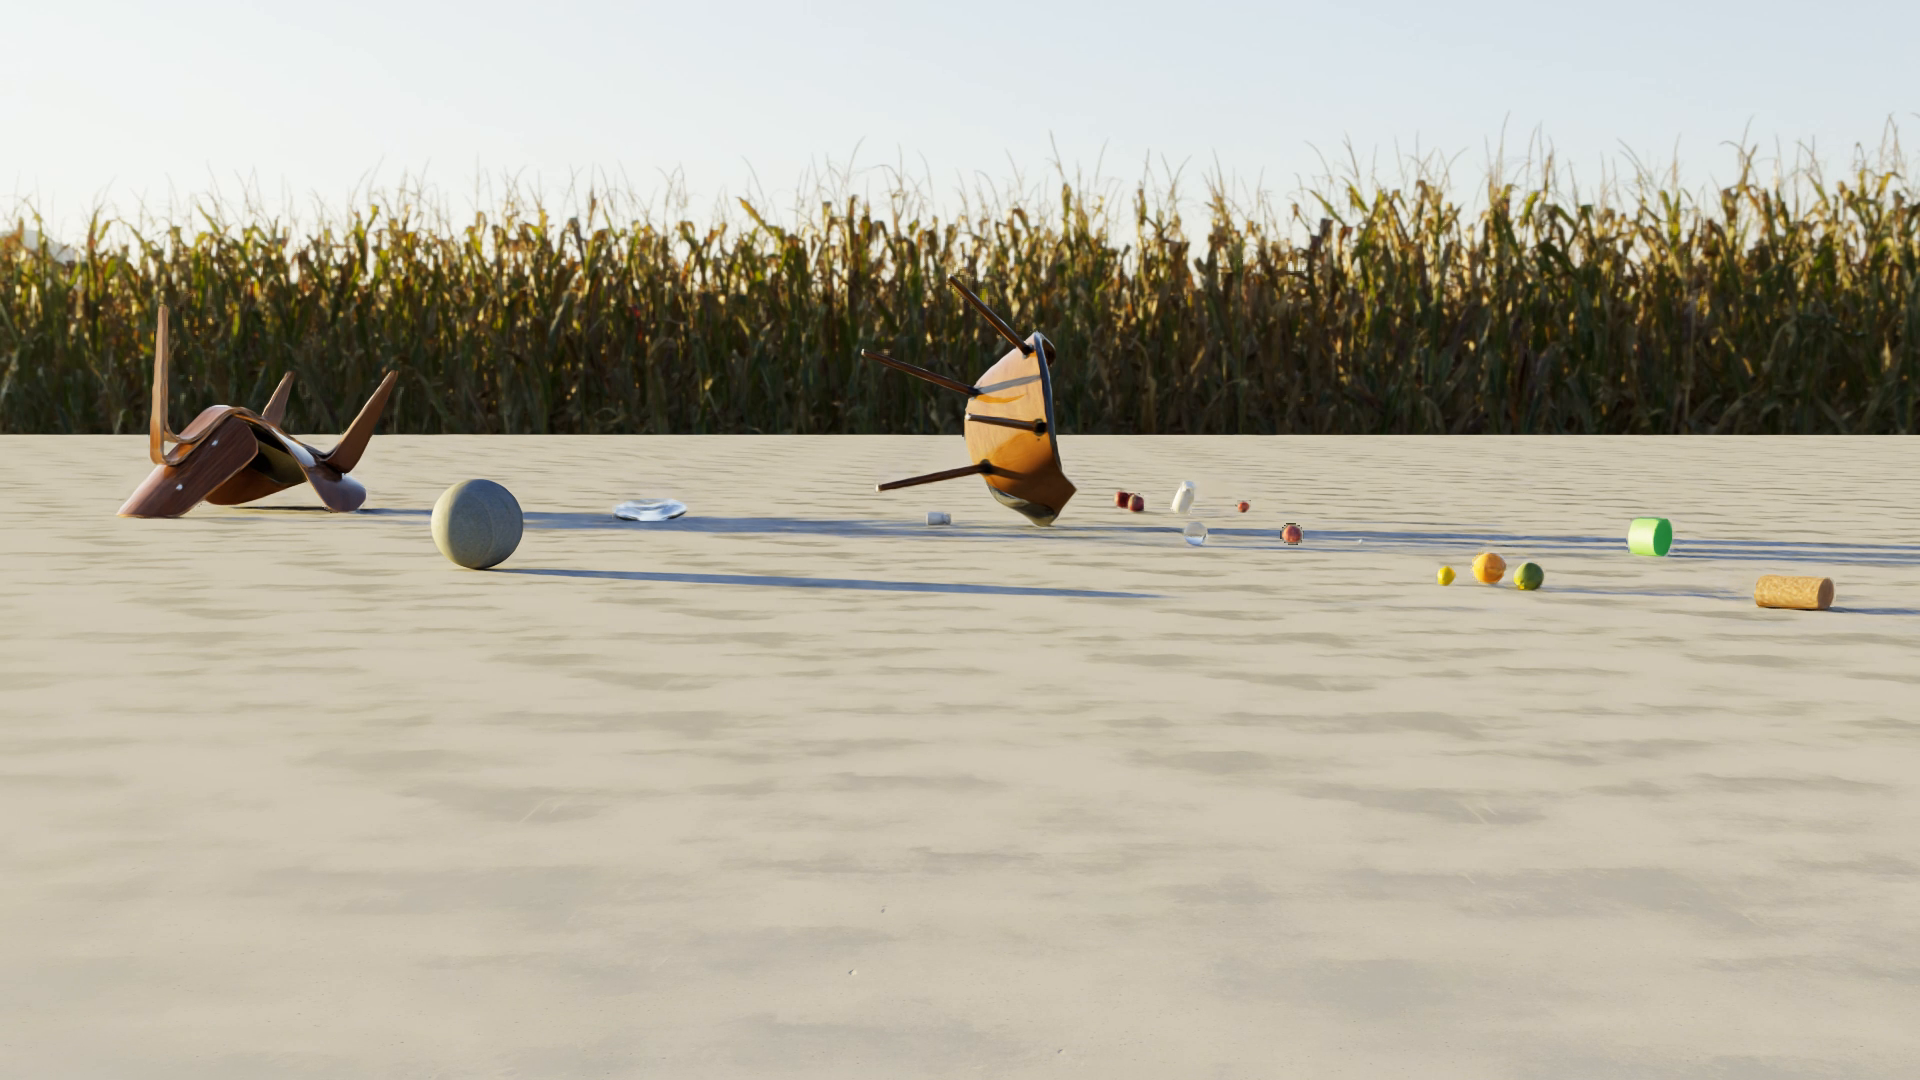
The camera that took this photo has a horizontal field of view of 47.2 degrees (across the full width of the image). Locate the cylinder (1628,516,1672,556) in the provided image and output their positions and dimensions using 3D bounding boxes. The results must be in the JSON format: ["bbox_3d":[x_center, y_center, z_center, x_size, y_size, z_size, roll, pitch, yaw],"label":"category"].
[{"bbox_3d":[1.863,-0.010,5.933,0.072,0.105,0.087,11,-2,-29],"label":"cylinder"}]

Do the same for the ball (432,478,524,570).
[{"bbox_3d":[-1.202,-0.040,5.481,0.226,0.226,0.226,0,4,0],"label":"ball"}]

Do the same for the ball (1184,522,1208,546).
[{"bbox_3d":[0.675,-0.018,6.301,0.069,0.069,0.069,0,4,0],"label":"ball"}]

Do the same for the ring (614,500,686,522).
[{"bbox_3d":[-1.067,-0.103,7.570,0.250,0.051,0.256,2,10,22],"label":"ring"}]

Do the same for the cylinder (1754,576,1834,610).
[{"bbox_3d":[1.707,0.108,4.499,0.125,0.065,0.106,3,9,39],"label":"cylinder"}]
